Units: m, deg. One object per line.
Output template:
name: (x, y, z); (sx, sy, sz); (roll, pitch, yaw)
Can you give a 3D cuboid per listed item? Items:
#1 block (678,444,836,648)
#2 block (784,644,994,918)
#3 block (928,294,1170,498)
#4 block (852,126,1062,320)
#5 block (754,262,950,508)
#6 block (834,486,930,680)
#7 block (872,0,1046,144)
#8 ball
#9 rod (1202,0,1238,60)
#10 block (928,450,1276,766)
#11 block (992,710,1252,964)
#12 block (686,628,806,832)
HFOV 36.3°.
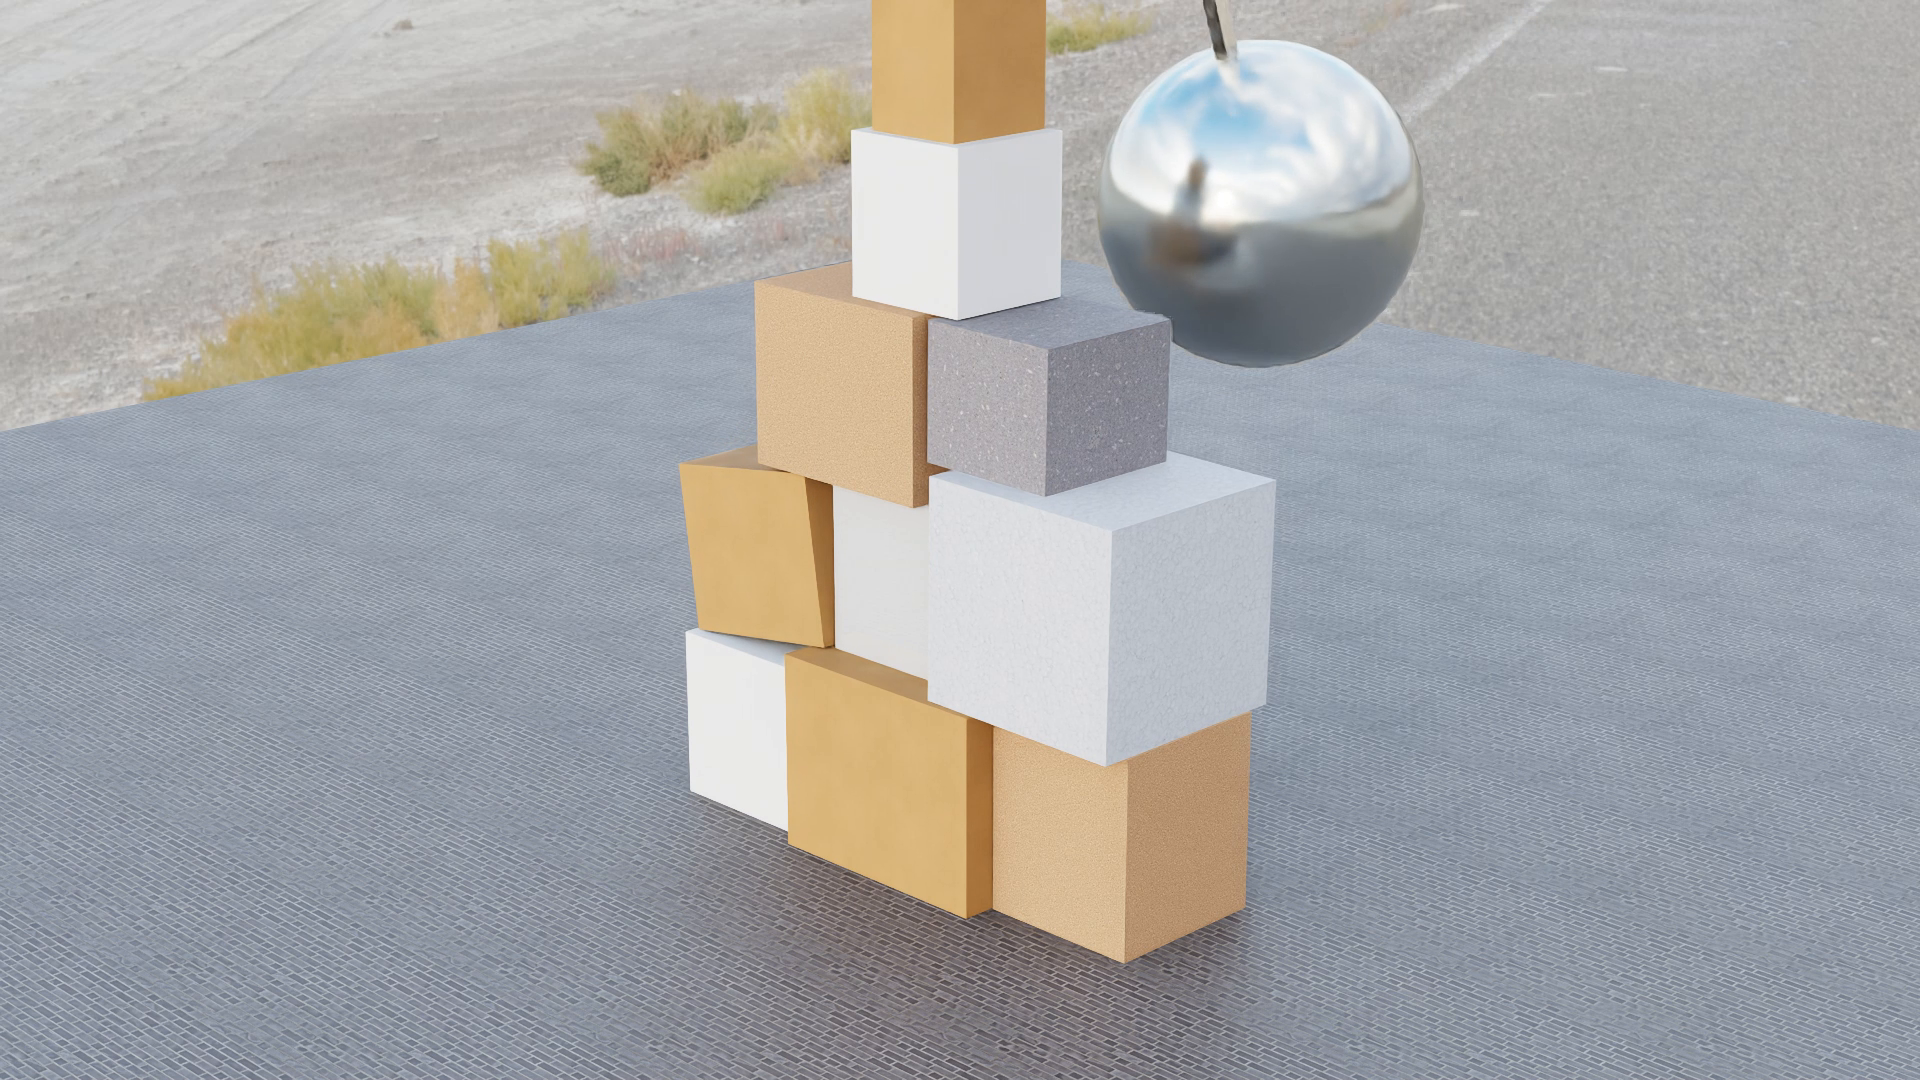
block: (-0.690, -0.024, 14.082); (0.842, 0.820, 0.907); (-17, 16, -42)
block: (0.001, 0.986, 13.629); (1.106, 0.947, 1.183); (-17, 24, -42)
block: (0.384, -0.646, 12.730); (0.709, 0.639, 0.773); (18, 25, 42)
block: (-0.014, -1.434, 12.901); (0.656, 0.741, 0.648); (17, 24, 42)
block: (-0.269, -0.748, 13.382); (1.027, 0.859, 0.853); (17, 24, 42)
block: (-0.054, 0.119, 13.435); (0.688, 0.823, 0.794); (-17, 24, -42)
block: (-0.005, -2.086, 12.712); (0.500, 0.615, 0.564); (17, 24, 42)
ball: (1.467, -1.643, 14.363); (1.600, 1.600, 1.600); (0, 17, 0)
rod: (0.636, -4.438, 12.613); (0.080, 5.200, 0.080); (17, 44, 42)
block: (0.608, 0.225, 12.762); (1.050, 1.032, 1.058); (-17, 25, -42)
block: (0.711, 1.200, 12.966); (0.809, 0.936, 0.788); (-17, 24, -42)
block: (-0.716, 0.828, 14.327); (0.907, 0.830, 0.820); (-17, 24, -42)
